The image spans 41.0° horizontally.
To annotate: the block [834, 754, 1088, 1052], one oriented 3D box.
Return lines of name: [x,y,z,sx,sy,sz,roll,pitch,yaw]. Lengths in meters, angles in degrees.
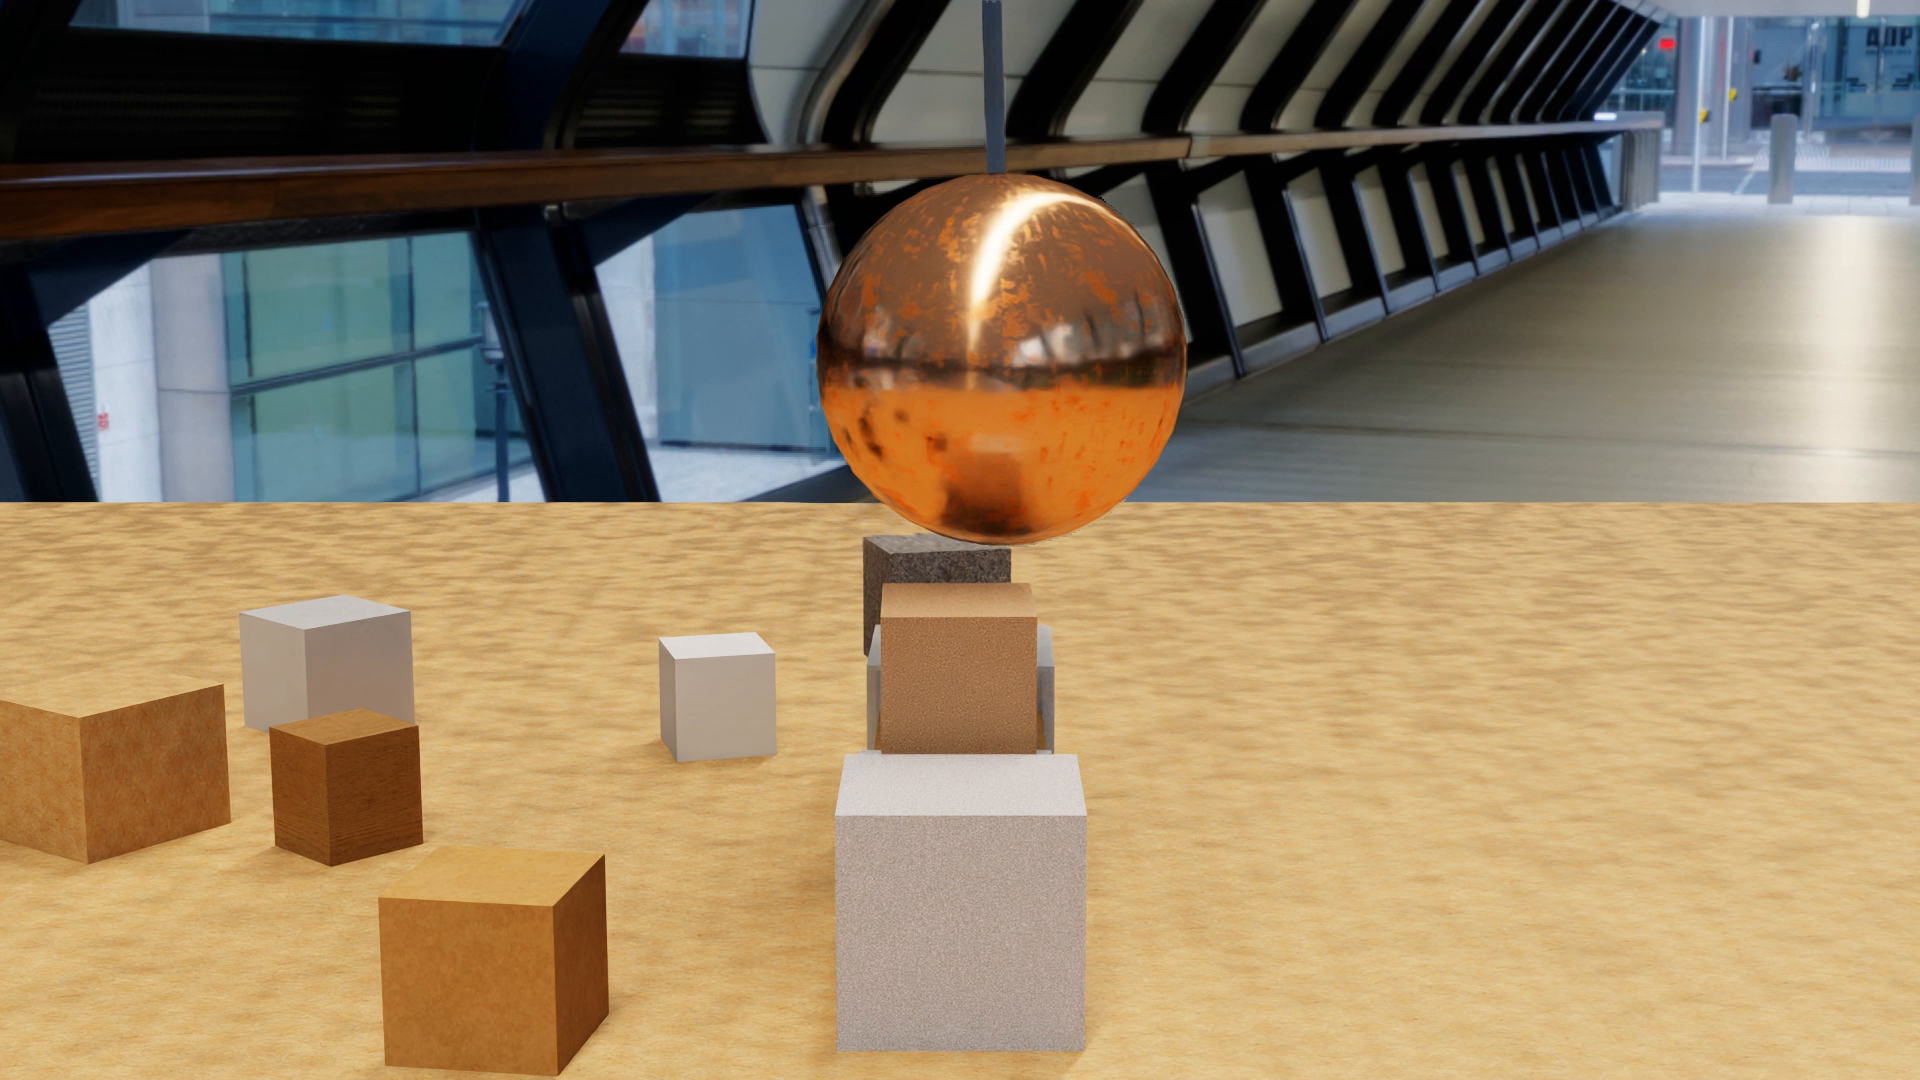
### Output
block: [0.004,1.348,9.668,0.902,0.889,0.839,0,10,0]

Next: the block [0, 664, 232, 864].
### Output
block: [-3.994,1.029,12.009,0.744,0.679,0.798,7,13,35]

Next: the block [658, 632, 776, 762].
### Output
block: [-1.281,0.821,13.523,0.524,0.546,0.525,-3,11,-16]

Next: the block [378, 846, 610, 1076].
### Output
block: [-1.694,1.529,9.397,0.643,0.630,0.627,2,10,9]

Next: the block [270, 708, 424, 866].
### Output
block: [-2.817,1.128,11.785,0.467,0.564,0.492,10,14,43]

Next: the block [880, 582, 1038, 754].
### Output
block: [-0.010,0.580,10.399,0.612,0.692,0.681,0,10,-1]

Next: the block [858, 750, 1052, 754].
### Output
block: [-0.020,1.292,10.437,0.801,0.723,0.674,0,10,0]

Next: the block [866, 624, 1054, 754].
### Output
block: [0.008,0.932,11.882,0.834,0.915,0.858,0,10,1]

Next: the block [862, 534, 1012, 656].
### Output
block: [-0.123,0.319,13.160,0.629,0.623,0.585,-2,9,-15]

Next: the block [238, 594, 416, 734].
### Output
block: [-3.440,0.698,13.955,0.641,0.633,0.664,10,14,43]

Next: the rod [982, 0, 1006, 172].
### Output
rod: [0.077,-4.119,10.431,0.080,5.200,0.080,-2,10,0]

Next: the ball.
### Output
ball: [0.177,-0.775,11.039,1.600,1.600,1.600,0,10,0]

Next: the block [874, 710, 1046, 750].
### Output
block: [0.002,1.173,11.125,0.724,0.711,0.705,0,10,0]
